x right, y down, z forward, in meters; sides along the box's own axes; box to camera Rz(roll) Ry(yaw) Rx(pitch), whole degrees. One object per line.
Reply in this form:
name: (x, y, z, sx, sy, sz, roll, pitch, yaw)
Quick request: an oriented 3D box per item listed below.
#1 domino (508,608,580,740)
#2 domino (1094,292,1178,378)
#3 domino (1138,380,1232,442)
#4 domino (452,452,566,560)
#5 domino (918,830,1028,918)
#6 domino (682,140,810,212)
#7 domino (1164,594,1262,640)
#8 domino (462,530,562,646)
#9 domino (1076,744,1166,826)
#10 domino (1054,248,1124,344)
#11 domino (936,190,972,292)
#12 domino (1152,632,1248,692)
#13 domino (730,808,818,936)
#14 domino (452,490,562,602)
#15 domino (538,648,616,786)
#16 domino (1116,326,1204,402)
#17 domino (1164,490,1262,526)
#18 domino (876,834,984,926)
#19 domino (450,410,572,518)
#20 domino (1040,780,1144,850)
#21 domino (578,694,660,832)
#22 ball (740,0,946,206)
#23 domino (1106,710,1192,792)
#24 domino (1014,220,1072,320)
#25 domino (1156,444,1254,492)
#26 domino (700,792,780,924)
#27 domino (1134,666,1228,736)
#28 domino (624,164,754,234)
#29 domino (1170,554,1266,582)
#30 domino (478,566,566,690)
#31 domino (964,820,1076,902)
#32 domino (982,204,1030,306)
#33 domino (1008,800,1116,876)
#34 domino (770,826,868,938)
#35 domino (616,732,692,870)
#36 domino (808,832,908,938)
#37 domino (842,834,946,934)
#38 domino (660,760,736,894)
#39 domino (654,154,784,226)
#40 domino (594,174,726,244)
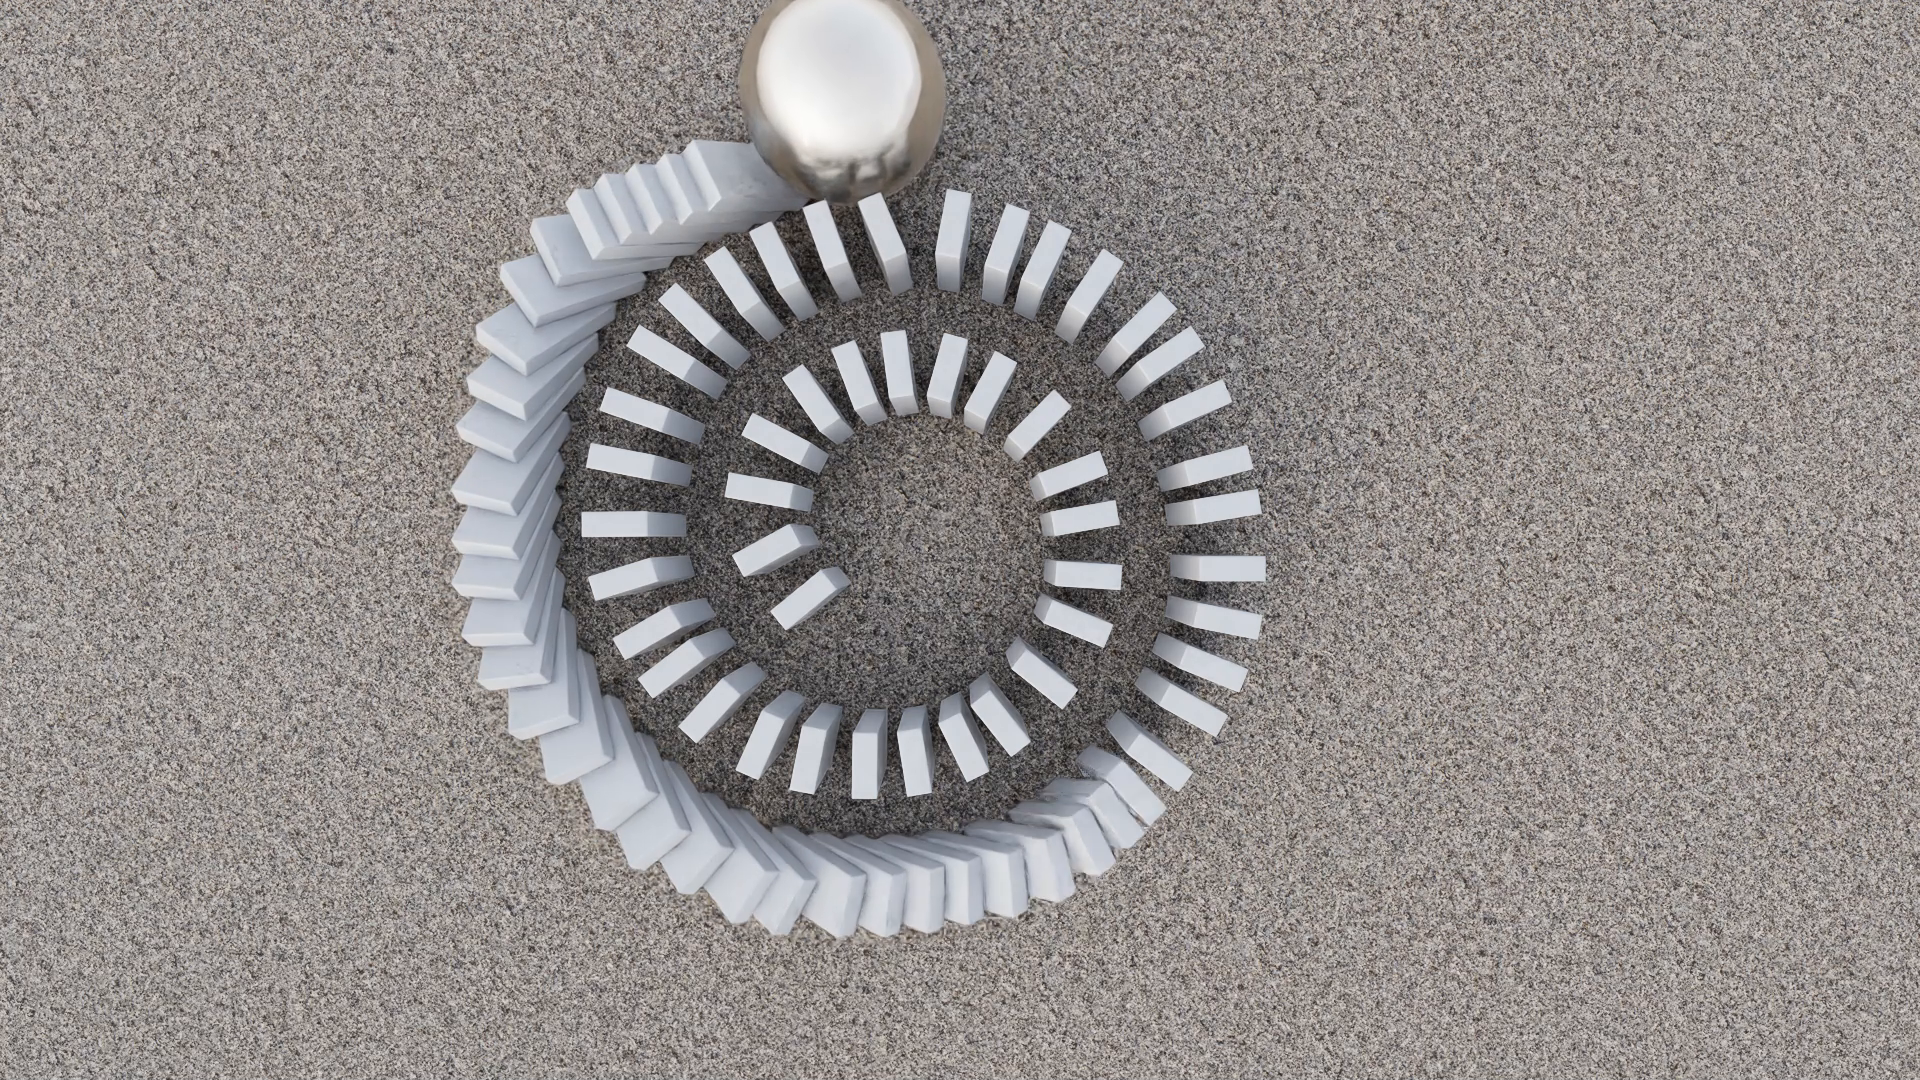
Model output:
domino: (-0.174, 0.055, 0.383, 0.025, 0.009, 0.050, -17, 59, 0)
domino: (0.071, -0.083, 0.375, 0.025, 0.050, 0.010, -45, 90, 0)
domino: (0.091, -0.052, 0.375, 0.025, 0.050, 0.010, -24, 90, 0)
domino: (-0.187, -0.016, 0.382, 0.025, 0.009, 0.050, 7, 56, 3)
domino: (0.005, 0.137, 0.380, 0.050, 0.009, 0.025, -5, 90, 42)
domino: (-0.087, -0.150, 0.378, 0.009, 0.050, 0.025, -26, 90, 40)
domino: (0.102, 0.031, 0.375, 0.025, 0.050, 0.009, 11, 90, 0)
domino: (-0.186, 0.019, 0.382, 0.025, 0.009, 0.050, -2, 56, 2)
domino: (0.065, 0.099, 0.375, 0.010, 0.050, 0.025, -43, 90, -8)
domino: (0.052, -0.098, 0.375, 0.009, 0.050, 0.025, 34, 90, 0)
domino: (-0.003, -0.121, 0.375, 0.009, 0.050, 0.025, 11, 90, 0)
domino: (0.097, 0.049, 0.375, 0.025, 0.050, 0.010, 22, 90, 0)
domino: (-0.084, 0.137, 0.382, 0.050, 0.010, 0.025, 29, 90, 34)
domino: (-0.188, 0.001, 0.382, 0.025, 0.010, 0.050, 5, 56, 1)
domino: (-0.163, 0.074, 0.384, 0.025, 0.010, 0.050, -25, 62, 0)
domino: (0.081, -0.071, 0.375, 0.025, 0.050, 0.009, -34, 90, 0)
domino: (0.102, -0.013, 0.375, 0.025, 0.050, 0.010, -9, 90, 0)
domino: (-0.013, 0.140, 0.381, 0.050, 0.010, 0.025, -2, 90, 39)
domino: (-0.186, -0.035, 0.382, 0.025, 0.010, 0.050, 13, 57, 2)
domino: (0.053, 0.111, 0.375, 0.010, 0.050, 0.025, -37, 90, -23)
domino: (-0.147, 0.092, 0.383, 0.025, 0.010, 0.050, -37, 59, 0)
ball: (-0.046, -0.174, 0.360, 0.080, 0.080, 0.080, 0, 90, 0)
domino: (0.076, 0.085, 0.375, 0.025, 0.050, 0.009, 37, 90, 0)
domino: (0.033, -0.109, 0.375, 0.010, 0.050, 0.025, 26, 90, 0)
domino: (0.099, -0.029, 0.375, 0.025, 0.050, 0.010, -15, 90, 0)
domino: (-0.099, 0.131, 0.381, 0.050, 0.010, 0.025, 35, 93, 34)
domino: (0.089, 0.065, 0.375, 0.025, 0.050, 0.009, 29, 90, 0)
domino: (-0.110, -0.140, 0.378, 0.009, 0.050, 0.025, -26, 90, 40)
domino: (0.104, 0.011, 0.375, 0.025, 0.050, 0.010, 0, 90, 0)
domino: (-0.182, 0.036, 0.383, 0.025, 0.010, 0.050, -7, 57, 0)
domino: (0.024, 0.131, 0.378, 0.009, 0.050, 0.025, -13, 90, -40)
domino: (0.018, -0.115, 0.375, 0.009, 0.050, 0.025, 20, 90, 0)
domino: (0.041, 0.121, 0.376, 0.009, 0.050, 0.025, -26, 90, -29)
domino: (-0.062, 0.141, 0.381, 0.050, 0.009, 0.025, 15, 91, 38)
domino: (-0.133, 0.108, 0.382, 0.025, 0.010, 0.050, -38, 58, 1)
domino: (-0.045, 0.142, 0.380, 0.050, 0.009, 0.025, 9, 92, 39)
domino: (-0.029, 0.142, 0.380, 0.050, 0.010, 0.025, 3, 92, 39)
domino: (-0.117, 0.119, 0.383, 0.025, 0.010, 0.050, -47, 57, 0)
domino: (-0.098, -0.144, 0.378, 0.010, 0.050, 0.025, -26, 90, 40)
domino: (-0.122, -0.136, 0.378, 0.010, 0.050, 0.025, -26, 90, 40)
